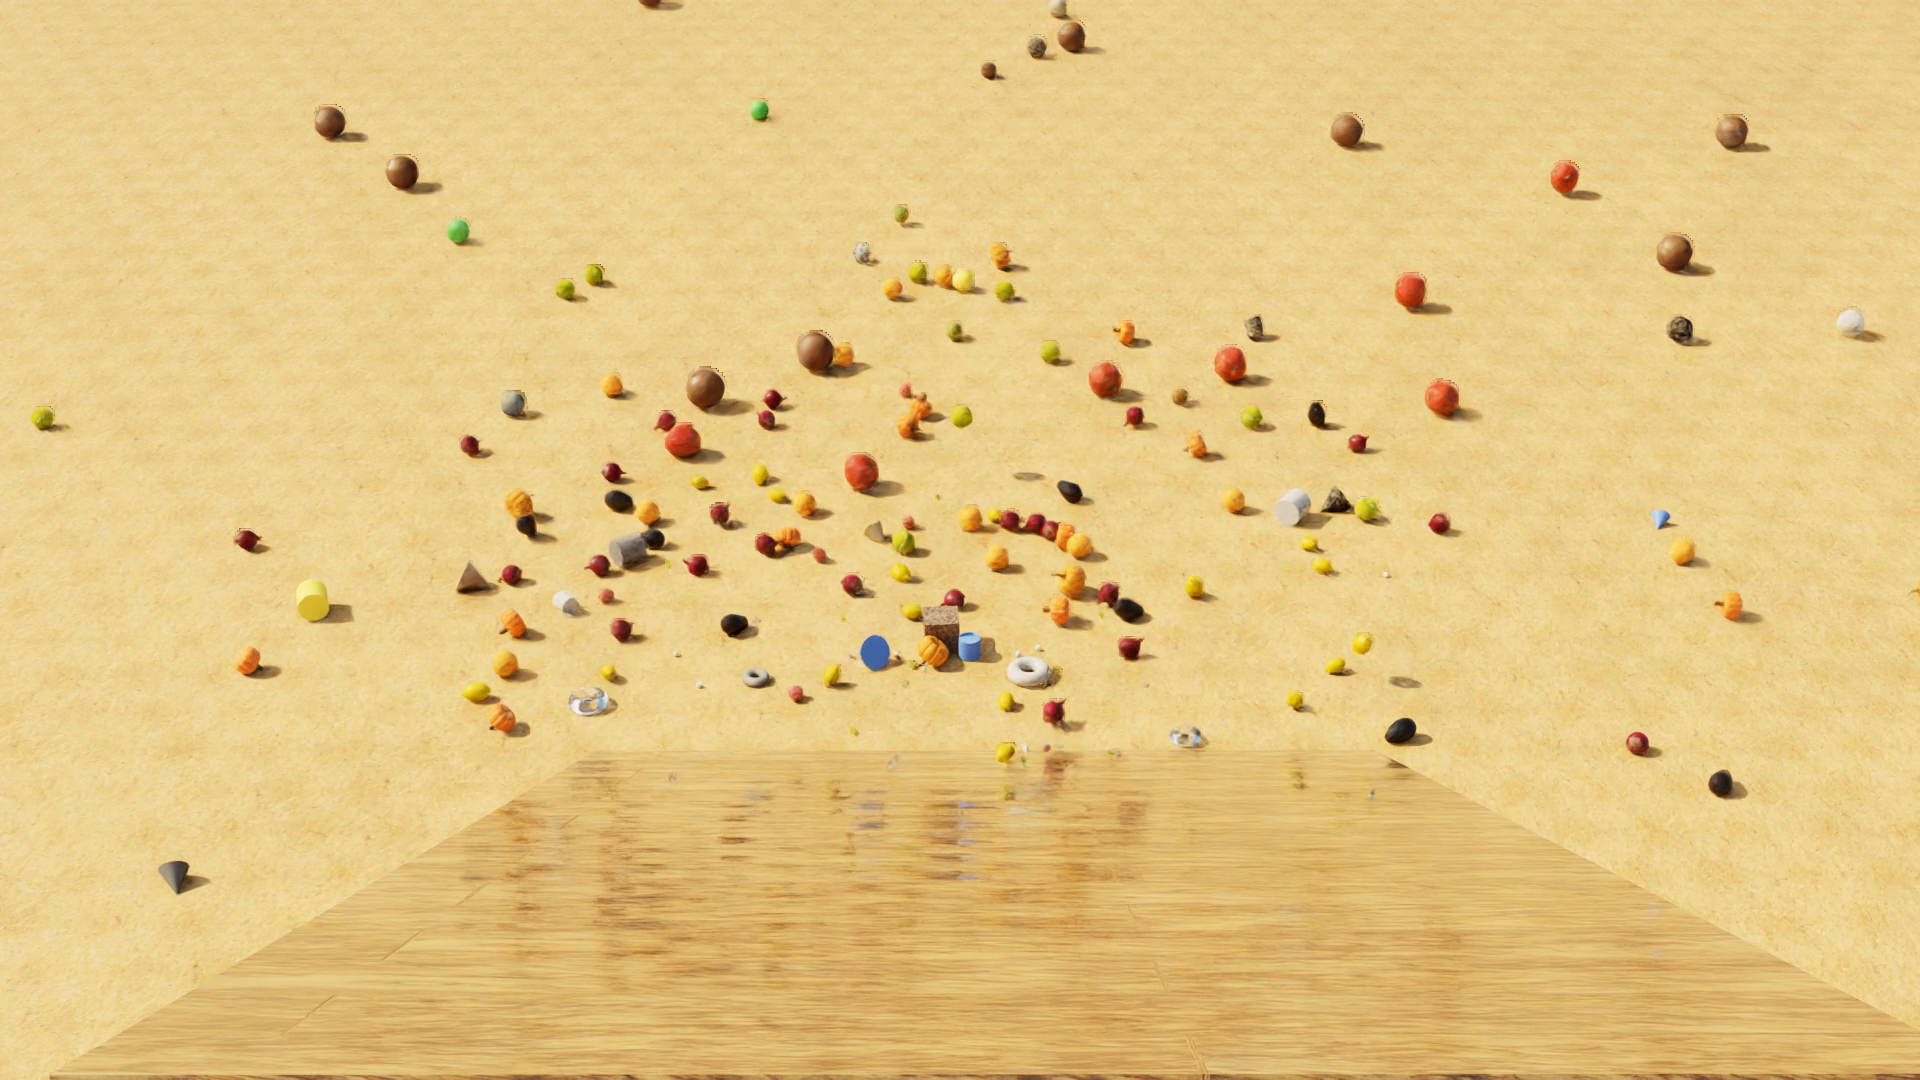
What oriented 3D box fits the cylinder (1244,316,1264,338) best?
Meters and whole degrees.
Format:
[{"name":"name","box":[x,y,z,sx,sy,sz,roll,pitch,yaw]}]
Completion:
[{"name":"cylinder","box":[1.021,-0.739,8.986,0.059,0.059,0.059,-17,0,0]}]

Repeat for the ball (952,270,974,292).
[{"name":"ball","box":[0.011,-0.934,9.334,0.075,0.075,0.075,0,30,0]}]

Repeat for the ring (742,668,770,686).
[{"name":"ring","box":[-0.560,0.376,7.086,0.077,0.026,0.077,0,31,0]}]

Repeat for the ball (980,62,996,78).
[{"name":"ball","box":[0.126,-2.055,11.307,0.070,0.070,0.070,0,30,0]}]

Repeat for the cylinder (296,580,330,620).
[{"name":"cylinder","box":[-1.847,0.172,7.383,0.087,0.087,0.087,-8,30,-13]}]

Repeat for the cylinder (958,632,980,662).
[{"name":"cylinder","box":[0.026,0.298,7.188,0.060,0.060,0.060,0,30,0]}]

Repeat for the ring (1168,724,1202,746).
[{"name":"ring","box":[0.595,0.516,6.836,0.088,0.029,0.088,0,28,0]}]

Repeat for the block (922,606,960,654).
[{"name":"block","box":[-0.053,0.252,7.230,0.098,0.098,0.098,-2,30,-3]}]

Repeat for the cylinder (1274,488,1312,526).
[{"name":"cylinder","box":[1.010,-0.099,7.858,0.087,0.087,0.087,17,34,27]}]

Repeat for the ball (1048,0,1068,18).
[{"name":"ball","box":[0.456,-2.470,12.019,0.086,0.086,0.086,0,30,0]}]

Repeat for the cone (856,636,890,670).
[{"name":"cone","box":[-0.261,0.313,7.178,0.096,0.096,0.096,-22,10,-34]}]

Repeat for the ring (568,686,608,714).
[{"name":"ring","box":[-1.003,0.433,6.976,0.109,0.036,0.109,-1,31,0]}]

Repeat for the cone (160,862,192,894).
[{"name":"cone","box":[-1.905,0.830,6.281,0.075,0.075,0.075,-5,64,-9]}]

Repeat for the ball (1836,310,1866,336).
[{"name":"ball","box":[3.101,-0.756,9.001,0.095,0.095,0.095,0,30,0]}]

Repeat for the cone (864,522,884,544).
[{"name":"cone","box":[-0.244,-0.009,7.757,0.067,0.067,0.067,-21,62,-32]}]

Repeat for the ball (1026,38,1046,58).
[{"name":"ball","box":[0.340,-2.195,11.532,0.091,0.091,0.091,0,30,0]}]

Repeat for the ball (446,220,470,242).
[{"name":"ball","box":[-1.886,-1.160,9.717,0.089,0.089,0.089,0,30,0]}]

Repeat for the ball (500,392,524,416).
[{"name":"ball","box":[-1.466,-0.447,8.473,0.080,0.080,0.080,0,30,0]}]

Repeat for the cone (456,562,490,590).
[{"name":"cone","box":[-1.403,0.122,7.514,0.095,0.095,0.095,25,28,-11]}]

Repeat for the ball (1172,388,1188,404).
[{"name":"ball","box":[0.726,-0.476,8.550,0.056,0.056,0.056,0,30,0]}]

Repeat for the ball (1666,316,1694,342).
[{"name":"ball","box":[2.495,-0.730,8.962,0.089,0.089,0.089,0,30,0]}]

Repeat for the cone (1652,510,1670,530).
[{"name":"cone","box":[2.118,-0.053,7.838,0.057,0.057,0.057,11,58,19]}]

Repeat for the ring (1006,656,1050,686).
[{"name":"ring","box":[0.189,0.361,7.098,0.121,0.040,0.121,-1,31,0]}]

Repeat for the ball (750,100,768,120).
[{"name":"ball","box":[-0.844,-1.803,10.852,0.082,0.082,0.082,0,30,0]}]

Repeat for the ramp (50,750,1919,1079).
[{"name":"ramp","box":[0.066,0.593,4.648,2.000,0.100,4.000,0,0,0]}]

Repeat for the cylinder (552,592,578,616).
[{"name":"cylinder","box":[-1.129,0.181,7.400,0.053,0.053,0.053,-22,37,-34]}]

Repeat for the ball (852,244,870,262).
[{"name":"ball","box":[-0.364,-1.058,9.563,0.065,0.065,0.065,0,30,0]}]

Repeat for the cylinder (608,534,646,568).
[{"name":"cylinder","box":[-0.981,0.031,7.636,0.081,0.081,0.081,-21,36,-32]}]
